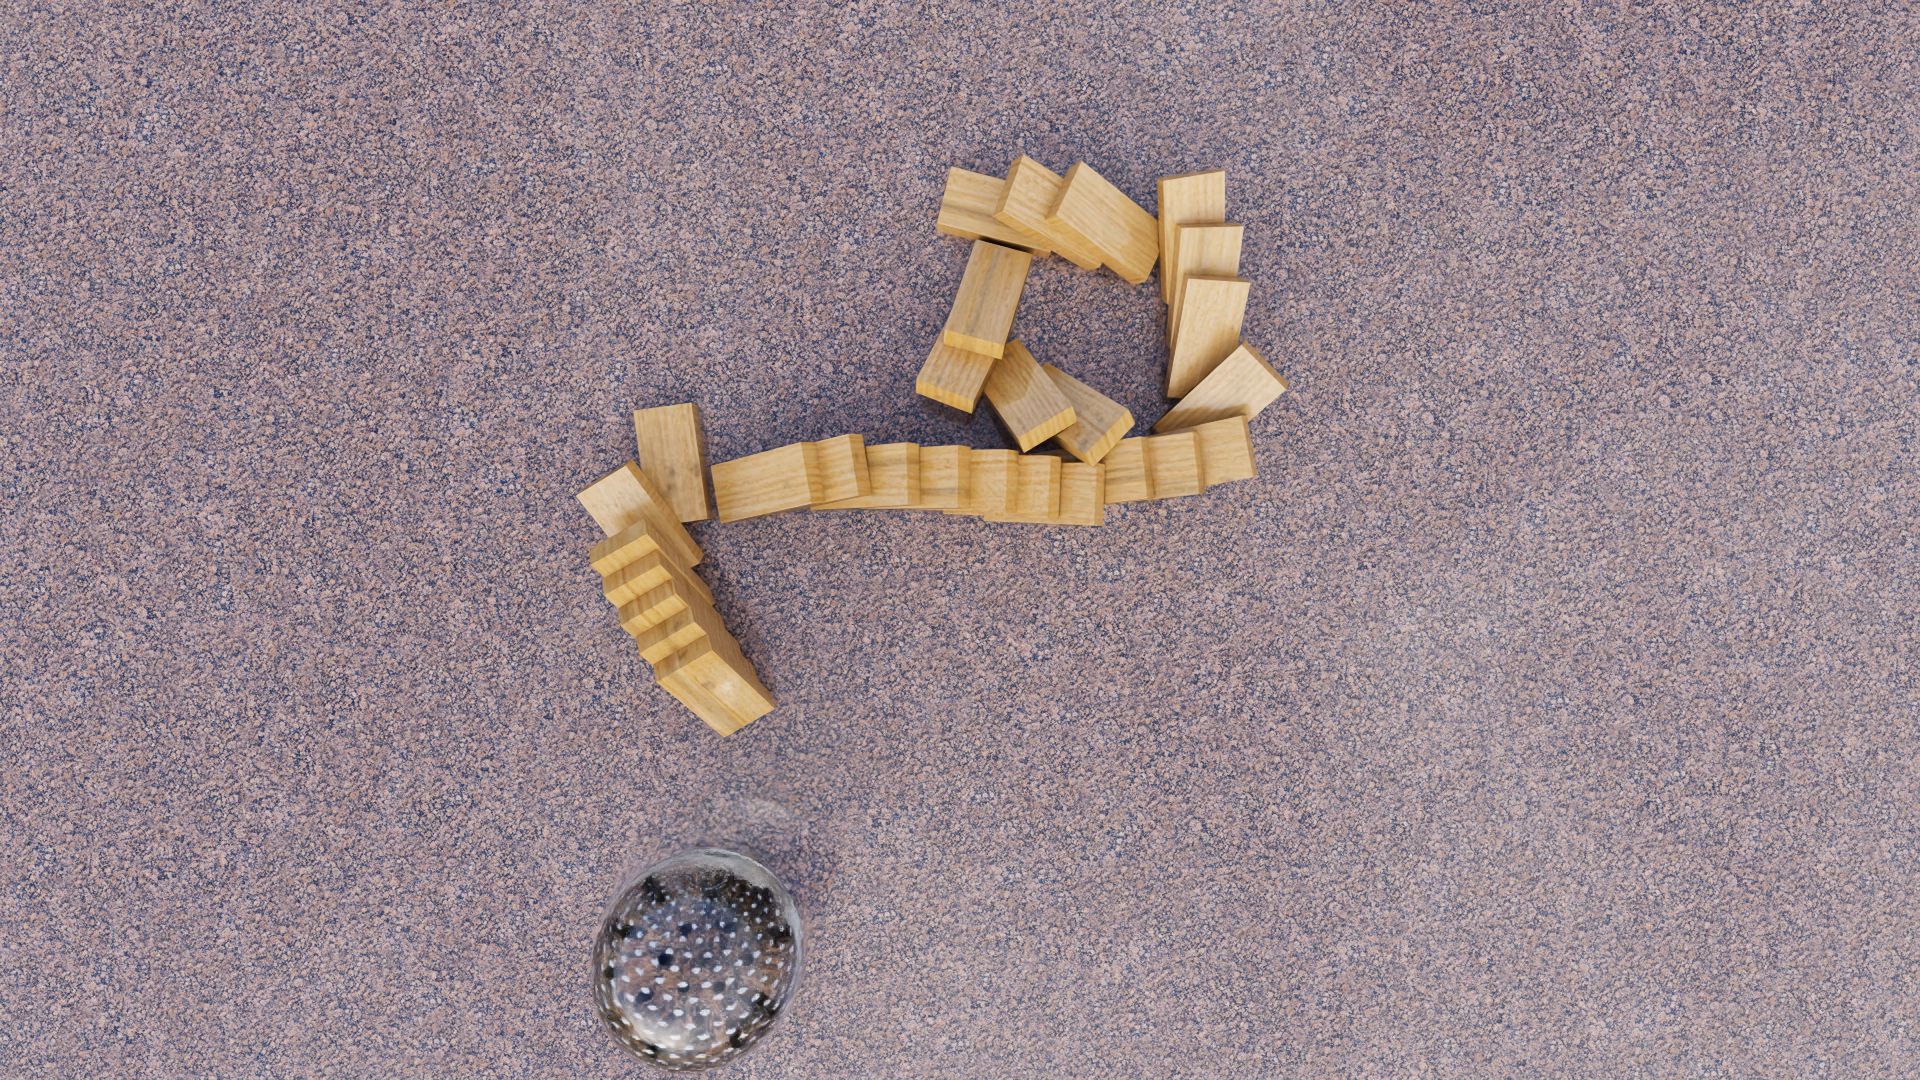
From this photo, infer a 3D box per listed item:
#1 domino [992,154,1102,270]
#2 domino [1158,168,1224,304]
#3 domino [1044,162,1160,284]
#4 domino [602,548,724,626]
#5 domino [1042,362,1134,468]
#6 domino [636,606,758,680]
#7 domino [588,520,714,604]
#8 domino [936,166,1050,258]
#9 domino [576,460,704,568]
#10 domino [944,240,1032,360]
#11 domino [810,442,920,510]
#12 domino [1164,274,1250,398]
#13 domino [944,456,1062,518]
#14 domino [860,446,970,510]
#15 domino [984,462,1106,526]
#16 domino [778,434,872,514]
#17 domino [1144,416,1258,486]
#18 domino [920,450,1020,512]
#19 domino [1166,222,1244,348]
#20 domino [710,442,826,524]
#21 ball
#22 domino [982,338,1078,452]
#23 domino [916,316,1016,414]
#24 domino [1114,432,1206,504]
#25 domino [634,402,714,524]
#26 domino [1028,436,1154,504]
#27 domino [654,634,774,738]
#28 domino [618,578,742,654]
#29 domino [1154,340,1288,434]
[{"bbox_3d":[0.041,-0.137,0.385,0.050,0.009,0.025,21,87,-25],"label":"domino"},{"bbox_3d":[0.097,-0.127,0.384,0.025,0.010,0.050,-9,118,0],"label":"domino"},{"bbox_3d":[0.062,-0.132,0.384,0.050,0.010,0.025,28,85,-24],"label":"domino"},{"bbox_3d":[-0.121,0.027,0.378,0.025,0.050,0.009,-29,47,0],"label":"domino"},{"bbox_3d":[0.045,-0.053,0.379,0.025,0.009,0.050,-46,51,-5],"label":"domino"},{"bbox_3d":[-0.107,0.050,0.379,0.025,0.050,0.010,-30,47,0],"label":"domino"},{"bbox_3d":[-0.126,0.016,0.379,0.025,0.050,0.009,-29,47,0],"label":"domino"},{"bbox_3d":[0.017,-0.141,0.395,0.050,0.009,0.025,14,90,0],"label":"domino"},{"bbox_3d":[-0.134,-0.006,0.385,0.025,0.010,0.050,-29,111,8],"label":"domino"},{"bbox_3d":[0.012,-0.101,0.385,0.025,0.009,0.050,16,65,3],"label":"domino"},{"bbox_3d":[-0.040,-0.026,0.383,0.050,0.009,0.025,-2,90,30],"label":"domino"},{"bbox_3d":[0.103,-0.084,0.384,0.025,0.009,0.050,4,118,0],"label":"domino"},{"bbox_3d":[0.017,-0.022,0.382,0.050,0.009,0.025,4,92,33],"label":"domino"},{"bbox_3d":[-0.019,-0.026,0.383,0.050,0.009,0.025,1,90,33],"label":"domino"},{"bbox_3d":[0.035,-0.020,0.383,0.050,0.009,0.025,3,92,30],"label":"domino"},{"bbox_3d":[-0.062,-0.027,0.384,0.050,0.010,0.025,-9,90,30],"label":"domino"},{"bbox_3d":[0.096,-0.034,0.383,0.050,0.010,0.025,-10,93,30],"label":"domino"},{"bbox_3d":[0.000,-0.025,0.381,0.050,0.010,0.025,3,92,33],"label":"domino"},{"bbox_3d":[0.102,-0.106,0.384,0.025,0.010,0.050,-1,119,0],"label":"domino"},{"bbox_3d":[-0.081,-0.024,0.384,0.050,0.009,0.025,-10,90,30],"label":"domino"},{"bbox_3d":[-0.102,0.163,0.360,0.080,0.080,0.080,0,90,0],"label":"ball"},{"bbox_3d":[0.025,-0.061,0.381,0.025,0.009,0.050,-30,52,0],"label":"domino"},{"bbox_3d":[0.003,-0.079,0.384,0.025,0.010,0.050,22,65,6],"label":"domino"},{"bbox_3d":[0.075,-0.029,0.383,0.050,0.009,0.025,-6,92,29],"label":"domino"},{"bbox_3d":[-0.123,-0.032,0.395,0.025,0.009,0.050,-8,90,0],"label":"domino"},{"bbox_3d":[0.054,-0.027,0.384,0.050,0.009,0.025,-6,90,29],"label":"domino"},{"bbox_3d":[-0.101,0.061,0.379,0.025,0.050,0.009,-30,47,0],"label":"domino"},{"bbox_3d":[-0.115,0.039,0.378,0.025,0.050,0.009,-30,47,0],"label":"domino"},{"bbox_3d":[0.108,-0.056,0.382,0.025,0.010,0.050,45,125,0],"label":"domino"}]
